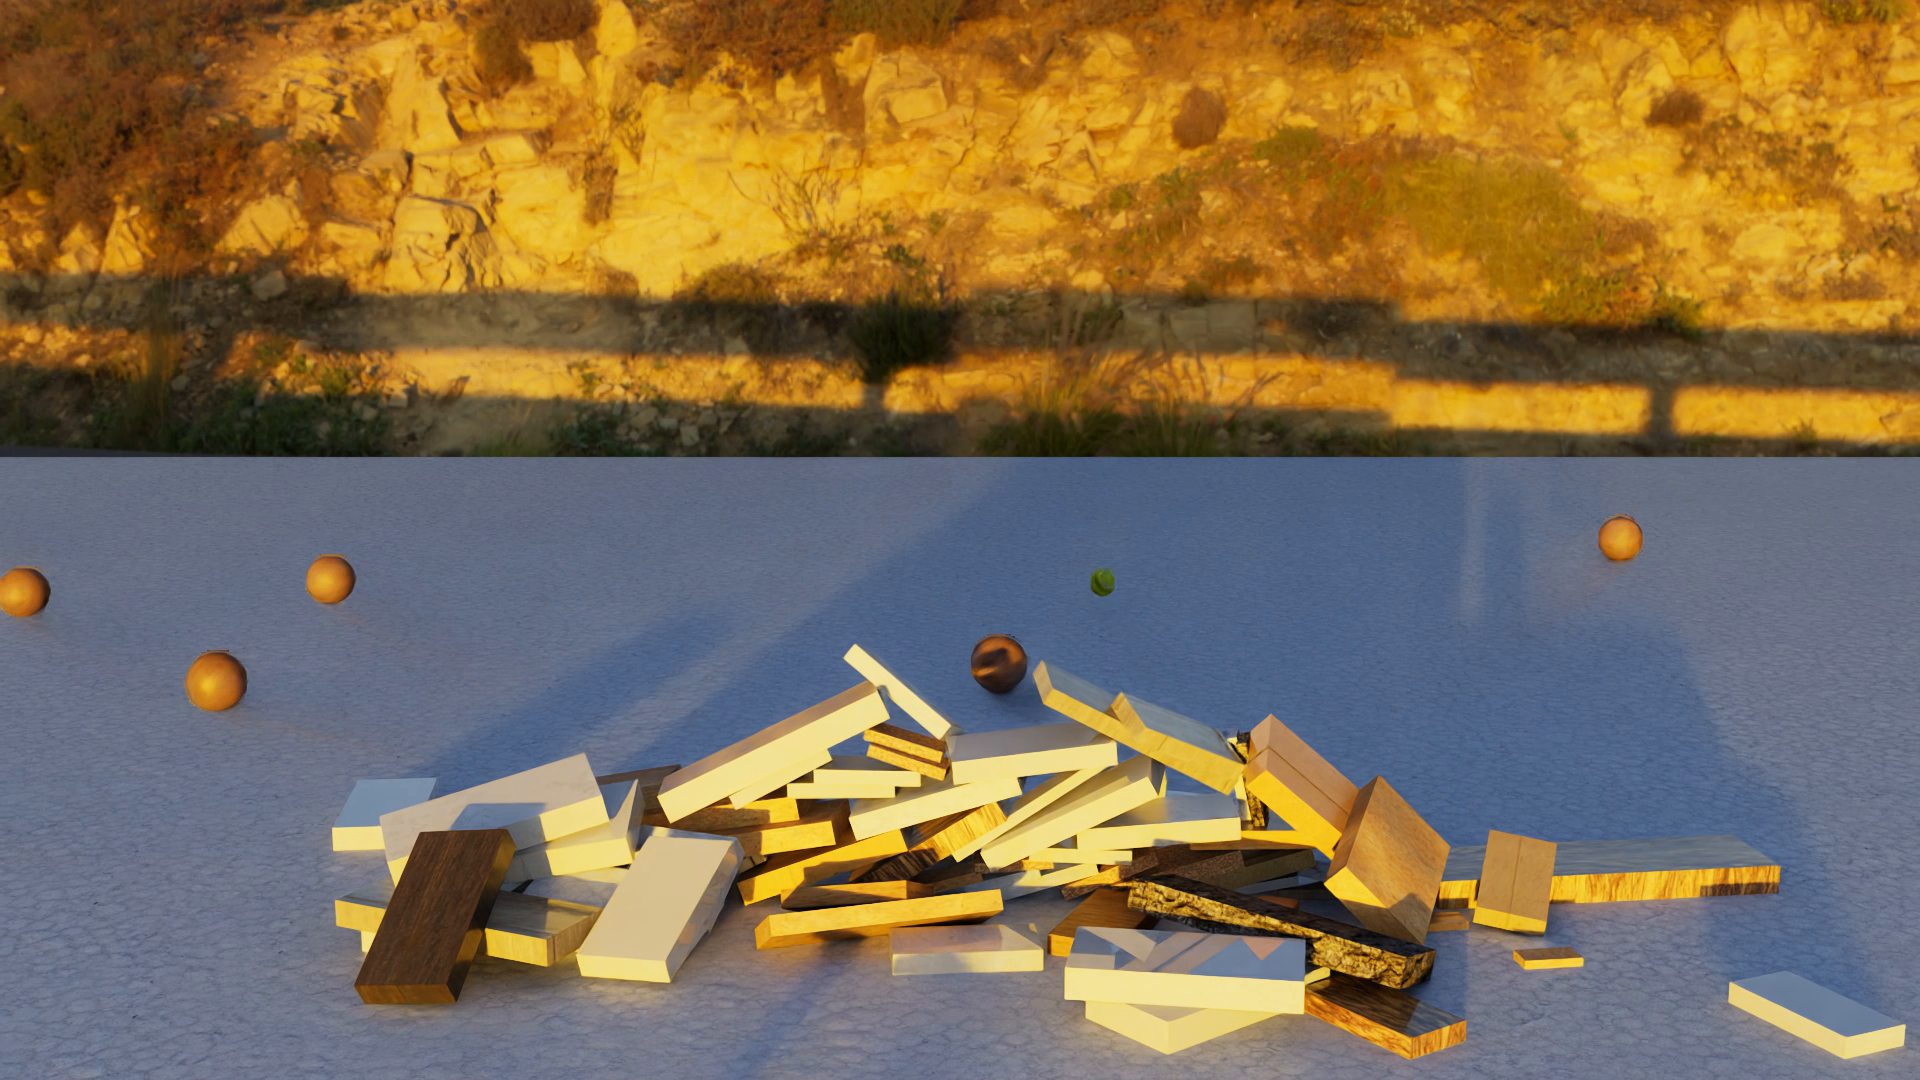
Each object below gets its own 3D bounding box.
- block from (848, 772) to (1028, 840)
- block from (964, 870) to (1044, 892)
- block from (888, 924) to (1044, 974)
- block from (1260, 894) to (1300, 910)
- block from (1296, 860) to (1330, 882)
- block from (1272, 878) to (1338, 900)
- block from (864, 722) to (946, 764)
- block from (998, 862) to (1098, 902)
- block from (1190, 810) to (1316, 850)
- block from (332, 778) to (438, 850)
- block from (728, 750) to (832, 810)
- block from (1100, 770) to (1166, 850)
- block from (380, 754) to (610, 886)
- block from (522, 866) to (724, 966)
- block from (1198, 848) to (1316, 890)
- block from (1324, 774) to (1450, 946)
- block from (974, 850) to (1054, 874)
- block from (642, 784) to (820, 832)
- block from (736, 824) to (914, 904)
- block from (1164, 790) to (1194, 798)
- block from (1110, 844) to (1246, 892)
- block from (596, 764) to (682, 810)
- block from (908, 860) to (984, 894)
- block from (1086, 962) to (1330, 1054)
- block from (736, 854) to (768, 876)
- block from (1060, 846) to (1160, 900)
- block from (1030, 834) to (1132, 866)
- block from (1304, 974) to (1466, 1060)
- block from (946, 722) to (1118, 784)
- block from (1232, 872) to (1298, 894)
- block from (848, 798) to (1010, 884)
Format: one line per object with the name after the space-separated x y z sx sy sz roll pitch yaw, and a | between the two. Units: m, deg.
-0.032 0.416 3.629 0.285 0.040 0.143 -17 9 10 | block
0.074 0.556 3.654 0.129 0.018 0.064 -15 11 11 | block
0.008 0.628 3.377 0.228 0.032 0.114 -1 11 -5 | block
0.492 0.596 3.492 0.063 0.018 0.126 4 11 22 | block
0.618 0.556 3.672 0.120 0.017 0.060 15 10 -4 | block
0.583 0.581 3.670 0.120 0.017 0.060 0 11 -2 | block
-0.089 0.331 3.621 0.131 0.019 0.066 17 11 4 | block
0.146 0.554 3.666 0.167 0.024 0.083 -16 11 3 | block
0.490 0.482 3.661 0.221 0.031 0.111 -1 11 2 | block
-1.051 0.501 4.036 0.147 0.042 0.294 -1 11 -6 | block
-0.302 0.388 3.636 0.176 0.025 0.088 -27 6 -10 | block
0.287 0.476 3.726 0.107 0.214 0.030 0 38 -2 | block
-0.752 0.450 3.545 0.344 0.049 0.172 -17 23 -13 | block
-0.544 0.583 3.449 0.309 0.044 0.154 4 31 23 | block
0.475 0.542 3.672 0.221 0.031 0.111 -16 11 2 | block
0.684 0.517 3.506 0.048 0.168 0.337 -45 0 27 | block
0.088 0.527 3.634 0.129 0.018 0.064 -4 13 1 | block
-0.459 0.463 3.747 0.427 0.040 0.140 -9 7 14 | block
-0.222 0.522 3.665 0.285 0.040 0.143 -19 9 6 | block
0.295 0.495 4.069 0.288 0.041 0.144 4 11 20 | block
0.357 0.544 3.669 0.221 0.031 0.111 -16 11 1 | block
-0.632 0.446 3.816 0.279 0.040 0.140 -10 7 8 | block
-0.023 0.564 3.660 0.129 0.018 0.064 -15 9 8 | block
0.362 0.655 3.191 0.333 0.047 0.167 -9 14 -39 | block
-0.380 0.547 3.677 0.130 0.018 0.065 -28 6 7 | block
0.247 0.547 3.665 0.167 0.024 0.083 -22 10 4 | block
0.200 0.505 3.615 0.167 0.024 0.083 2 13 6 | block
0.599 0.674 3.129 0.110 0.031 0.220 -7 13 -34 | block
0.114 0.341 3.565 0.264 0.037 0.132 -7 13 -3 | block
0.500 0.569 3.667 0.120 0.017 0.060 -10 11 1 | block
-0.051 0.499 3.650 0.285 0.040 0.143 -32 7 8 | block
